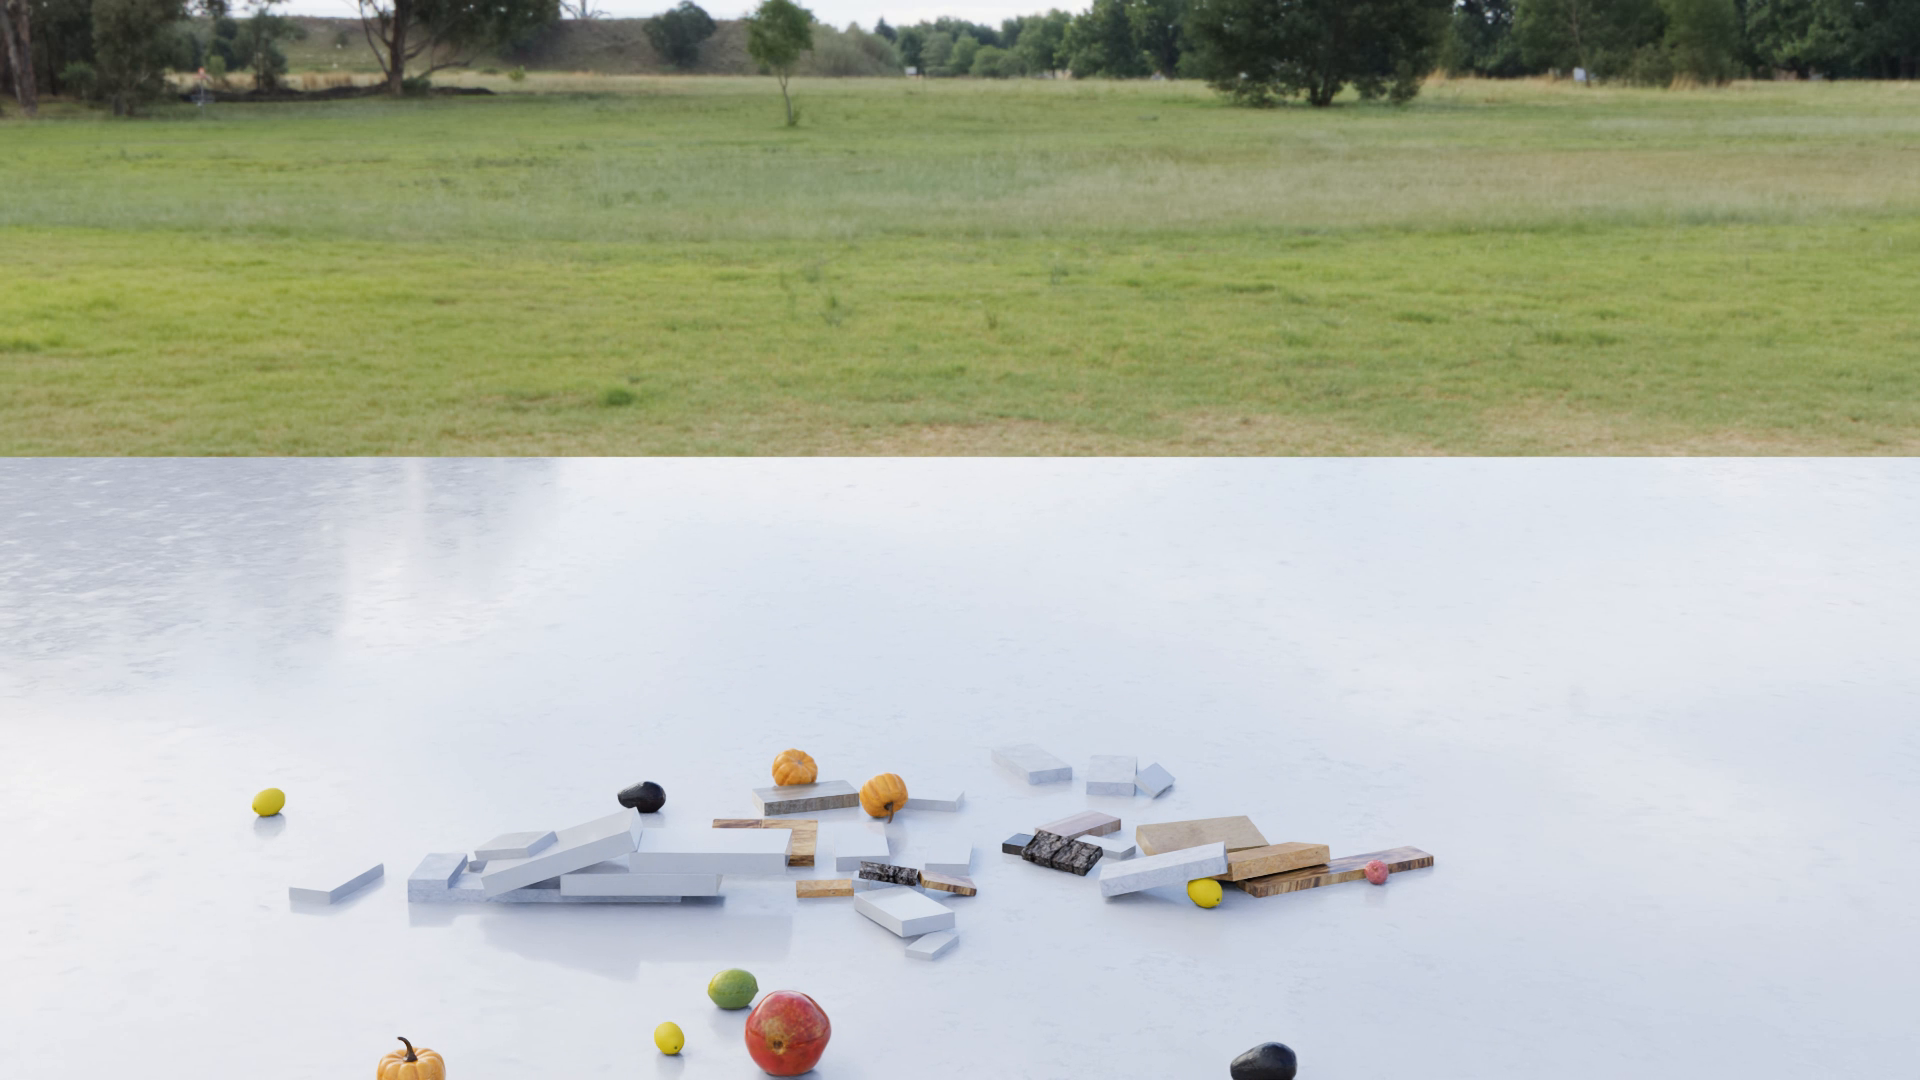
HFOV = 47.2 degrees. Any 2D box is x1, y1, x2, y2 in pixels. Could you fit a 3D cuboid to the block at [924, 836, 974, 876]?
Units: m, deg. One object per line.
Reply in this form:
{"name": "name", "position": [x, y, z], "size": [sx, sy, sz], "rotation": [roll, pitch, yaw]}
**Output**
{"name": "block", "position": [-0.018, 0.549, 3.829], "size": [0.075, 0.021, 0.149], "rotation": [1, 11, 4]}

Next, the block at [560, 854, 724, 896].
{"name": "block", "position": [-0.525, 0.552, 3.652], "size": [0.255, 0.036, 0.127], "rotation": [0, 11, 0]}

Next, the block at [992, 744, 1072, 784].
{"name": "block", "position": [0.141, 0.445, 4.378], "size": [0.092, 0.026, 0.184], "rotation": [-4, 11, -22]}

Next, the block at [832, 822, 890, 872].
{"name": "block", "position": [-0.176, 0.539, 3.871], "size": [0.092, 0.026, 0.188], "rotation": [-1, 11, -5]}

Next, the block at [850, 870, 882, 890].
{"name": "block", "position": [-0.132, 0.575, 3.675], "size": [0.095, 0.014, 0.048], "rotation": [10, 11, 4]}

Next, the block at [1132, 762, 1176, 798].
{"name": "block", "position": [0.374, 0.463, 4.239], "size": [0.052, 0.015, 0.104], "rotation": [40, 24, 15]}

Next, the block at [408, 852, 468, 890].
{"name": "block", "position": [-0.874, 0.555, 3.683], "size": [0.067, 0.019, 0.133], "rotation": [0, 11, 2]}

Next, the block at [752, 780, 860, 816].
{"name": "block", "position": [-0.292, 0.487, 4.154], "size": [0.184, 0.026, 0.092], "rotation": [-4, 11, -19]}

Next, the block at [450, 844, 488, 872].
{"name": "block", "position": [-0.816, 0.548, 3.841], "size": [0.133, 0.019, 0.067], "rotation": [-10, 14, -42]}

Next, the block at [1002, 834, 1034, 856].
{"name": "block", "position": [0.145, 0.543, 3.874], "size": [0.127, 0.018, 0.063], "rotation": [6, 12, 27]}

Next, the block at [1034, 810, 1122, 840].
{"name": "block", "position": [0.214, 0.522, 3.977], "size": [0.149, 0.021, 0.075], "rotation": [-10, 15, -44]}

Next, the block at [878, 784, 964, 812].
{"name": "block", "position": [-0.073, 0.488, 4.158], "size": [0.149, 0.021, 0.075], "rotation": [2, 11, 13]}

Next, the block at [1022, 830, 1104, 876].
{"name": "block", "position": [0.176, 0.542, 3.805], "size": [0.127, 0.018, 0.063], "rotation": [10, 35, 34]}

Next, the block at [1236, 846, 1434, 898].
{"name": "block", "position": [0.643, 0.565, 3.754], "size": [0.365, 0.018, 0.063], "rotation": [-5, 12, -26]}

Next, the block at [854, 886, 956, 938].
{"name": "block", "position": [-0.091, 0.595, 3.532], "size": [0.092, 0.026, 0.184], "rotation": [-5, 7, -26]}

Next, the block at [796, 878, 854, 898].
{"name": "block", "position": [-0.226, 0.582, 3.674], "size": [0.095, 0.014, 0.048], "rotation": [-1, 11, -5]}

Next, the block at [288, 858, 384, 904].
{"name": "block", "position": [-1.048, 0.573, 3.700], "size": [0.079, 0.022, 0.158], "rotation": [3, 11, 18]}

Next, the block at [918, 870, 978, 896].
{"name": "block", "position": [-0.022, 0.571, 3.664], "size": [0.093, 0.013, 0.046], "rotation": [12, 11, -16]}

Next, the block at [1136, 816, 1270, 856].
{"name": "block", "position": [0.424, 0.530, 3.852], "size": [0.209, 0.030, 0.104], "rotation": [-3, 24, -16]}

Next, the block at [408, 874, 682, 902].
{"name": "block", "position": [-0.686, 0.579, 3.666], "size": [0.449, 0.022, 0.079], "rotation": [0, 11, 0]}

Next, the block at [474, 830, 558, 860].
{"name": "block", "position": [-0.740, 0.509, 3.662], "size": [0.133, 0.019, 0.067], "rotation": [-9, 14, 37]}

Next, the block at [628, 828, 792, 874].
{"name": "block", "position": [-0.411, 0.516, 3.649], "size": [0.255, 0.036, 0.127], "rotation": [0, 11, 1]}

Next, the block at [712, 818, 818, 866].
{"name": "block", "position": [-0.343, 0.528, 3.837], "size": [0.185, 0.026, 0.092], "rotation": [0, 34, 1]}

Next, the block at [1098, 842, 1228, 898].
{"name": "block", "position": [0.339, 0.547, 3.656], "size": [0.209, 0.030, 0.104], "rotation": [-13, 3, 9]}

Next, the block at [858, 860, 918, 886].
{"name": "block", "position": [-0.120, 0.554, 3.652], "size": [0.095, 0.014, 0.048], "rotation": [8, 11, -2]}

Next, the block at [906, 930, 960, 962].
{"name": "block", "position": [-0.043, 0.630, 3.417], "size": [0.046, 0.013, 0.093], "rotation": [5, 12, 27]}

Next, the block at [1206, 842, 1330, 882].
{"name": "block", "position": [0.516, 0.547, 3.748], "size": [0.209, 0.030, 0.104], "rotation": [-5, -1, -30]}

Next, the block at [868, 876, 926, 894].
{"name": "block", "position": [-0.105, 0.569, 3.658], "size": [0.093, 0.013, 0.046], "rotation": [7, 11, -8]}

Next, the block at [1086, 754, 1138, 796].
{"name": "block", "position": [0.298, 0.459, 4.300], "size": [0.092, 0.026, 0.185], "rotation": [1, 11, 6]}

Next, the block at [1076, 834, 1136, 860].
{"name": "block", "position": [0.252, 0.543, 3.883], "size": [0.104, 0.015, 0.052], "rotation": [7, 13, 34]}

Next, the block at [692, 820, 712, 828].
{"name": "block", "position": [-0.407, 0.532, 3.920], "size": [0.158, 0.022, 0.079], "rotation": [4, 11, 22]}

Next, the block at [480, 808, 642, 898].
{"name": "block", "position": [-0.657, 0.516, 3.642], "size": [0.255, 0.036, 0.127], "rotation": [-18, 11, 0]}
